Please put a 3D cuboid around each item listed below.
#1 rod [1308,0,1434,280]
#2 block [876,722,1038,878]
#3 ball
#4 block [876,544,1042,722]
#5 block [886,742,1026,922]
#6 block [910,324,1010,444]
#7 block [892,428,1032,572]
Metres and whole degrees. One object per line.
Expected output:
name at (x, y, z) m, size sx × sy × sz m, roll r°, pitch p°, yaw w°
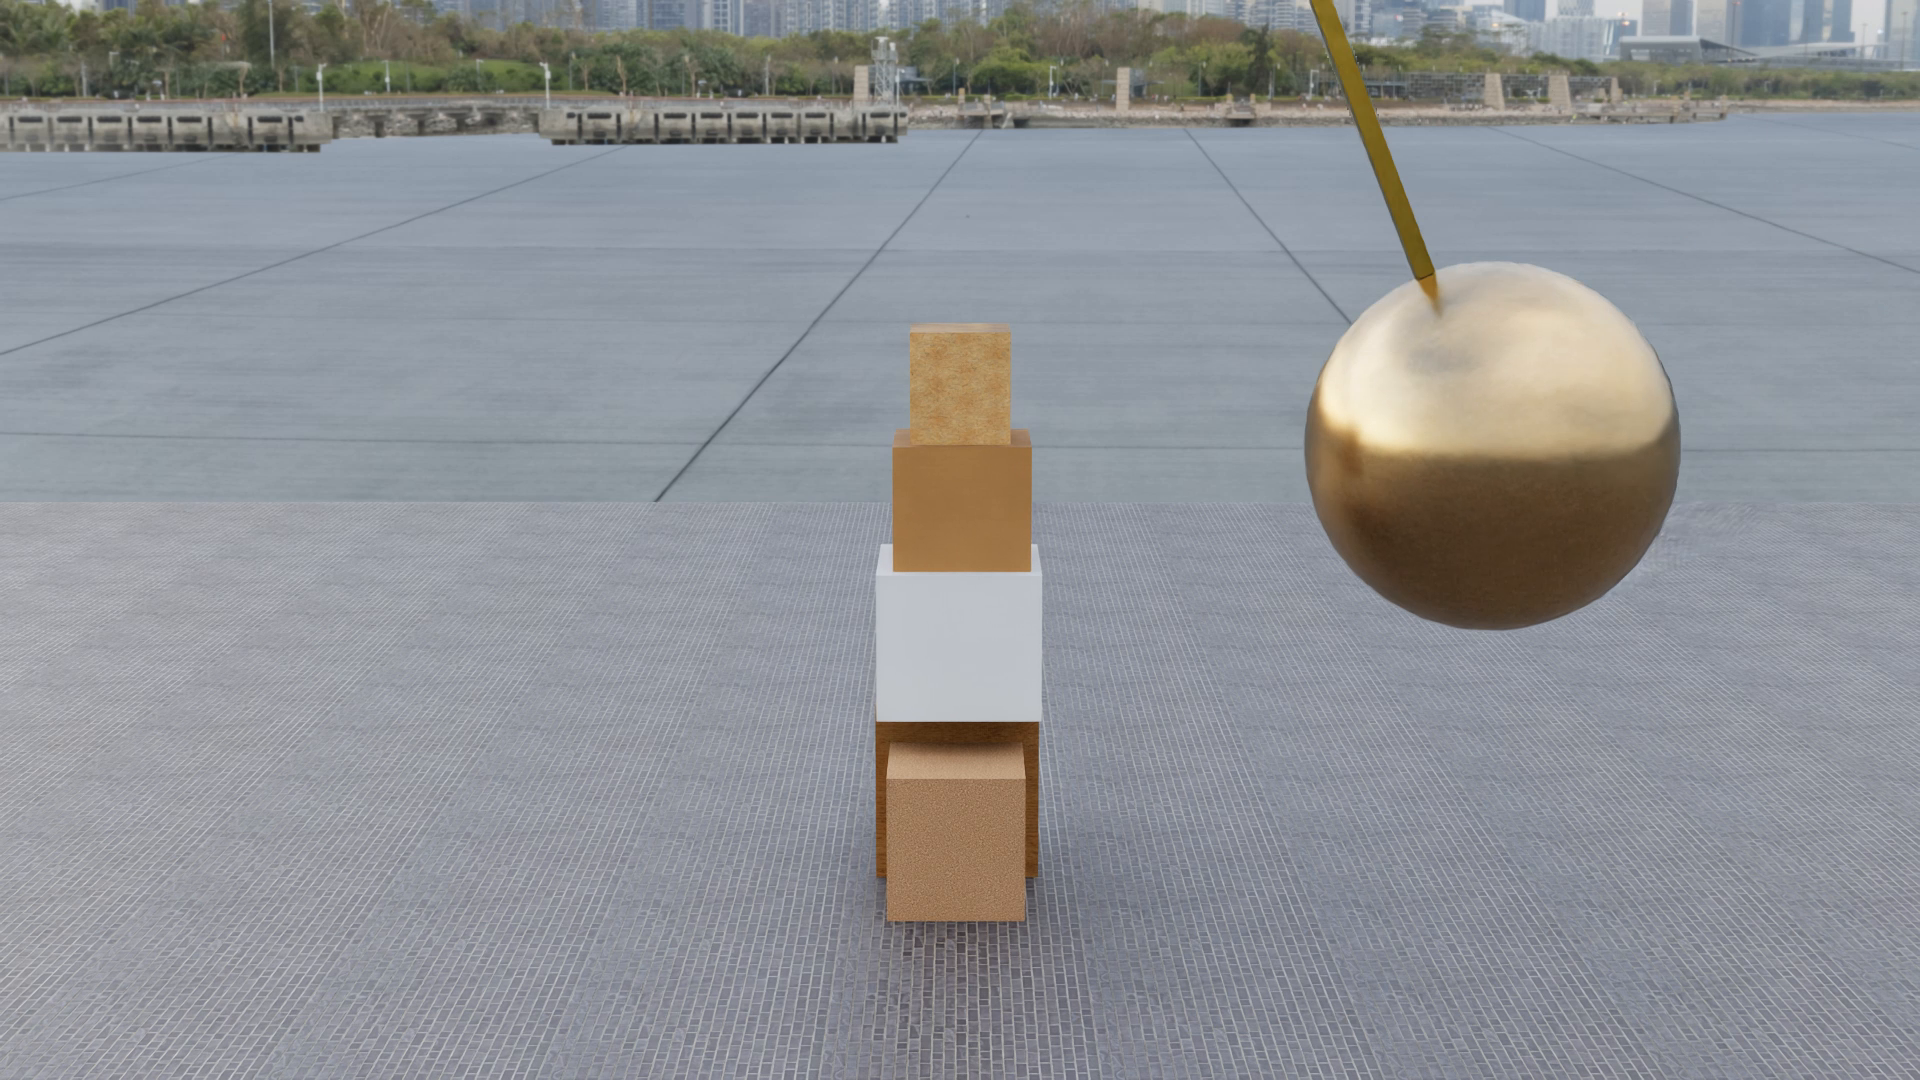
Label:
rod at (0.994, -3.496, 10.545) m, size 0.080 × 5.200 × 0.080 m, roll -22°, pitch 10°, yaw 4°
block at (-0.012, 1.039, 11.675) m, size 0.716 × 0.779 × 0.784 m, roll 0°, pitch 10°, yaw 0°
ball at (2.295, -0.405, 11.107) m, size 1.600 × 1.600 × 1.600 m, roll 0°, pitch 10°, yaw 0°
block at (-0.004, 0.397, 11.252) m, size 0.703 × 0.635 × 0.735 m, roll 0°, pitch 10°, yaw 0°
block at (-0.017, 1.243, 11.003) m, size 0.579 × 0.618 × 0.592 m, roll 0°, pitch 10°, yaw 0°
block at (0.001, -0.676, 11.057) m, size 0.426 × 0.477 × 0.424 m, roll 0°, pitch 10°, yaw 0°
block at (0.009, -0.179, 11.148) m, size 0.587 × 0.535 × 0.574 m, roll 0°, pitch 10°, yaw 0°
